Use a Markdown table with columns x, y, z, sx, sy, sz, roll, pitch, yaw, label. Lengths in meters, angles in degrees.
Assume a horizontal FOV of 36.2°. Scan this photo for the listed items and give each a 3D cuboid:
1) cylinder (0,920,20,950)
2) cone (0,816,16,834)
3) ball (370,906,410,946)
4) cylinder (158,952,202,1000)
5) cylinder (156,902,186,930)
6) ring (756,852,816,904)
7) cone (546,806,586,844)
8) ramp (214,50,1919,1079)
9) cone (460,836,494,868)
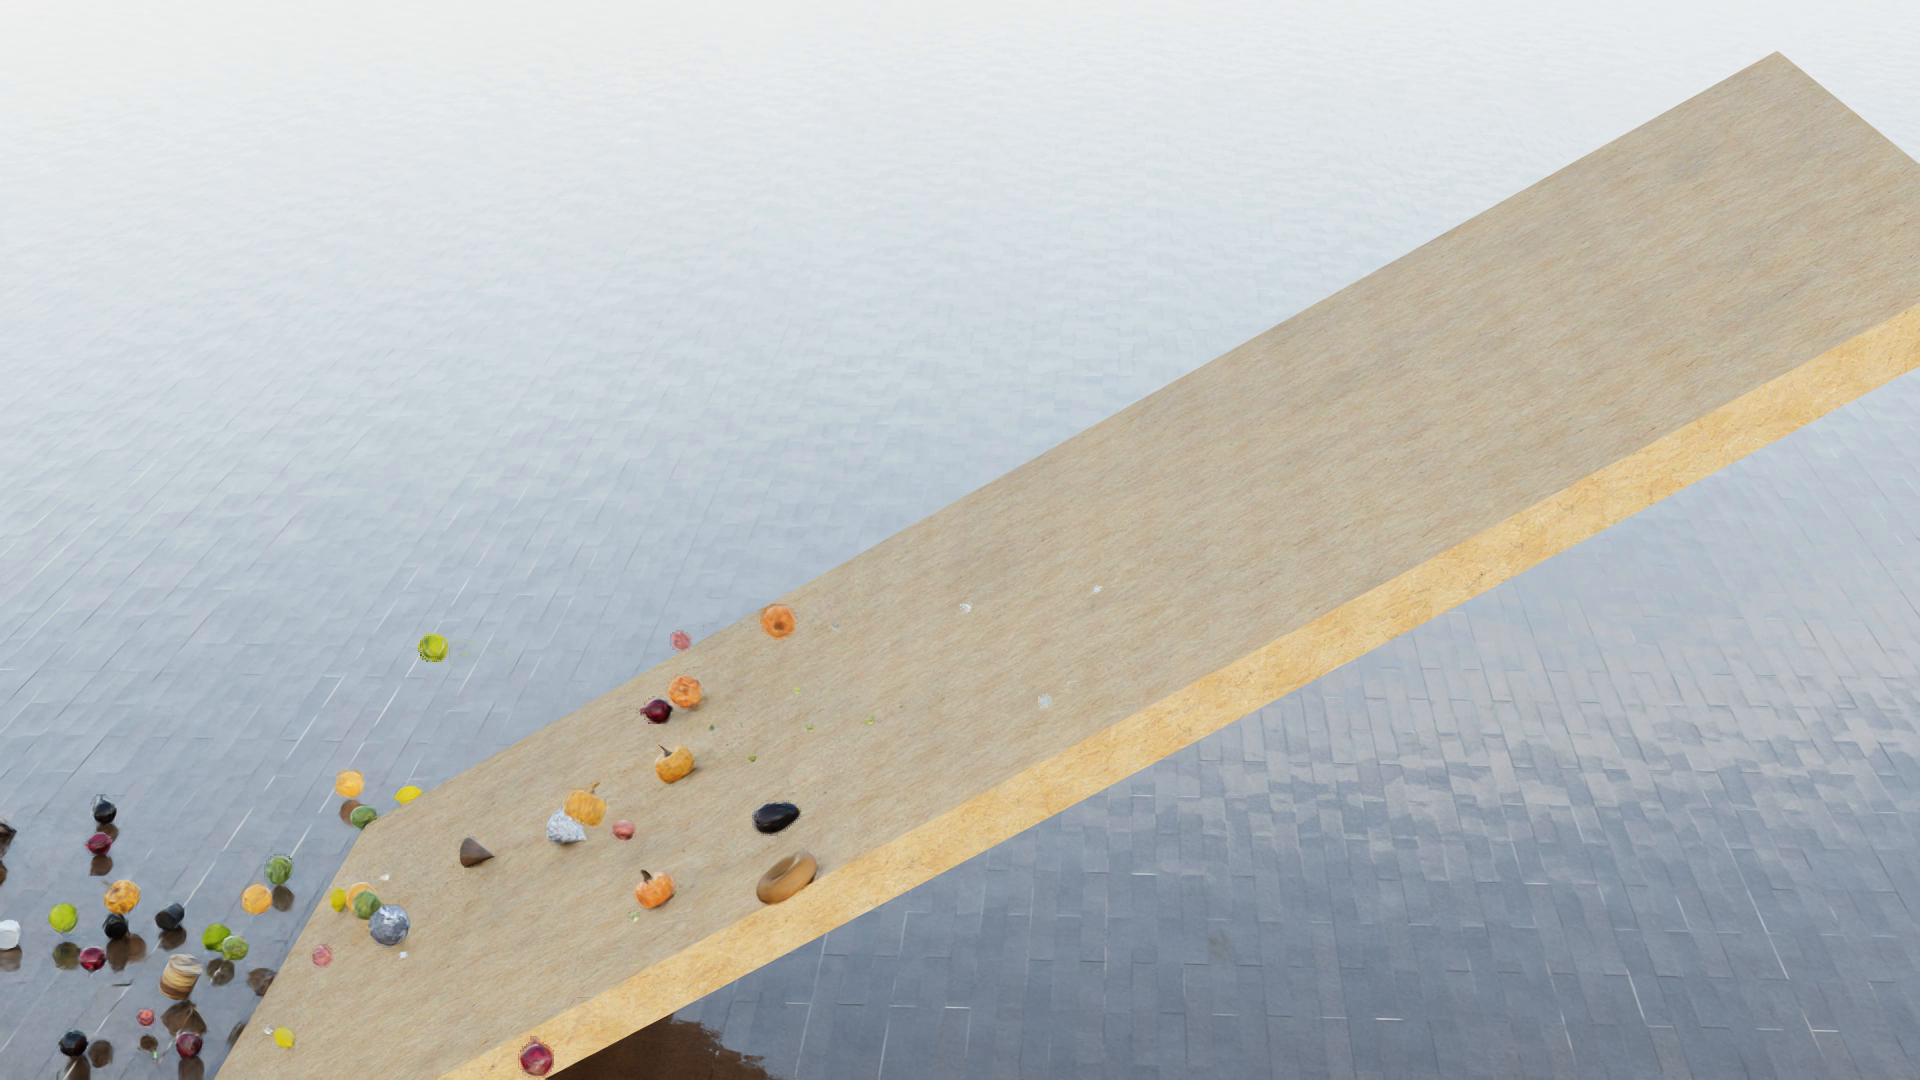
| x | y | z | sx | sy | sz | roll | pitch | yaw | label |
| --- | --- | --- | --- | --- | --- | --- | --- | --- | --- |
| -2.318 | 0.961 | 7.165 | 0.053 | 0.053 | 0.053 | -4 | 19 | -12 | cylinder |
| -2.539 | 0.760 | 7.787 | 0.085 | 0.085 | 0.085 | 19 | 8 | -29 | cone |
| -1.265 | 0.854 | 6.521 | 0.089 | 0.089 | 0.089 | 0 | 19 | 0 | ball |
| -1.826 | 1.023 | 6.890 | 0.079 | 0.079 | 0.079 | 26 | 18 | -9 | cylinder |
| -1.950 | 0.929 | 7.262 | 0.052 | 0.052 | 0.052 | 6 | 24 | 18 | cylinder |
| -0.321 | 0.625 | 5.441 | 0.128 | 0.043 | 0.128 | -33 | 13 | 9 | ring |
| -0.848 | 0.643 | 6.465 | 0.088 | 0.088 | 0.088 | 22 | 28 | 39 | cone |
| 0.142 | 0.168 | 6.286 | 4.000 | 0.100 | 2.000 | -29 | 15 | 12 | ramp |
| -1.095 | 0.719 | 6.732 | 0.072 | 0.072 | 0.072 | 7 | 20 | 25 | cone |
